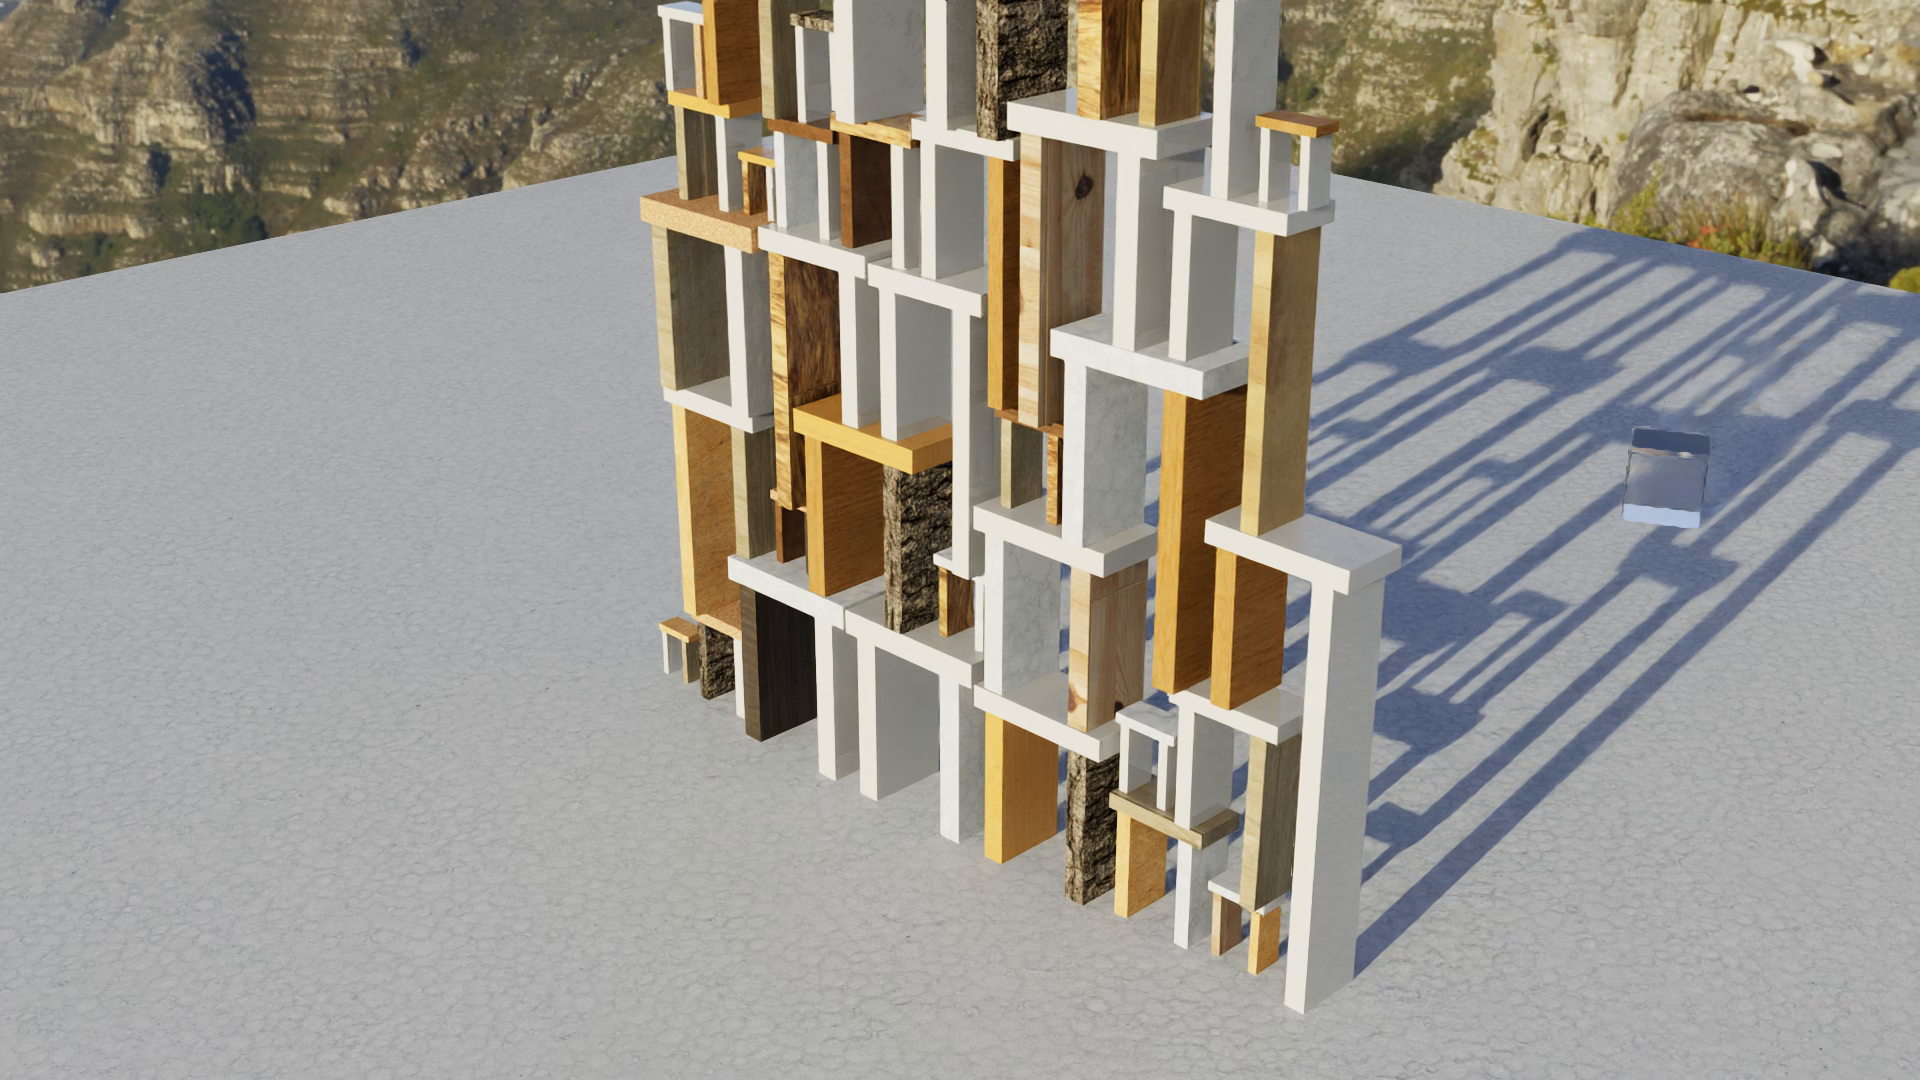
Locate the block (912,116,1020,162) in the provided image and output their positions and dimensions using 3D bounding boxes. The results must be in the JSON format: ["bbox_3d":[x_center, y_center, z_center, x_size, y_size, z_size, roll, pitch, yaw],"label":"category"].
[{"bbox_3d":[0.046,-0.714,3.865,0.249,0.035,0.125,21,31,41],"label":"block"}]

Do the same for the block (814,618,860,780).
[{"bbox_3d":[-0.214,0.304,4.584,0.051,0.359,0.180,21,31,41],"label":"block"}]

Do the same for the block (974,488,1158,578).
[{"bbox_3d":[0.194,-0.020,4.005,0.319,0.045,0.159,21,31,41],"label":"block"}]

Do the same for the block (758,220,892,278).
[{"bbox_3d":[-0.231,-0.568,4.230,0.304,0.043,0.152,21,31,41],"label":"block"}]

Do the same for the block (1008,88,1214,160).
[{"bbox_3d":[0.254,-0.693,3.649,0.328,0.046,0.164,21,31,41],"label":"block"}]

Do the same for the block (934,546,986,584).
[{"bbox_3d":[0.026,0.046,4.218,0.146,0.021,0.073,21,31,40],"label":"block"}]

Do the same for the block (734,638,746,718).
[{"bbox_3d":[-0.450,0.290,4.837,0.027,0.188,0.094,21,31,41],"label":"block"}]

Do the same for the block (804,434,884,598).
[{"bbox_3d":[-0.230,-0.069,4.441,0.048,0.338,0.169,21,31,41],"label":"block"}]

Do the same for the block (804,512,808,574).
[{"bbox_3d":[-0.287,-0.001,4.537,0.020,0.138,0.069,21,31,41],"label":"block"}]

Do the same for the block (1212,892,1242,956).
[{"bbox_3d":[0.484,0.685,3.985,0.063,0.126,0.018,-21,30,-41],"label":"block"}]

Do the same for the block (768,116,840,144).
[{"bbox_3d":[-0.270,-0.786,4.177,0.186,0.026,0.093,21,31,41],"label":"block"}]

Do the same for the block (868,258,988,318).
[{"bbox_3d":[-0.015,-0.474,4.037,0.147,0.042,0.293,-21,31,-40],"label":"block"}]

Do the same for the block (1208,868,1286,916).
[{"bbox_3d":[0.513,0.628,3.932,0.063,0.018,0.126,-21,30,-40],"label":"block"}]

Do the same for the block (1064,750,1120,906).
[{"bbox_3d":[0.271,0.514,4.142,0.159,0.318,0.045,-21,31,-41],"label":"block"}]

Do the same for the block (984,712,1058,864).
[{"bbox_3d":[0.121,0.456,4.280,0.045,0.318,0.159,21,31,41],"label":"block"}]

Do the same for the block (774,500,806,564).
[{"bbox_3d":[-0.352,-0.026,4.597,0.020,0.138,0.069,21,31,41],"label":"block"}]

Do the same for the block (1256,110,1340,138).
[{"bbox_3d":[0.518,-0.640,3.381,0.058,0.016,0.115,-22,32,-40],"label":"block"}]

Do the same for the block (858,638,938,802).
[{"bbox_3d":[-0.125,0.341,4.505,0.050,0.354,0.177,21,31,41],"label":"block"}]

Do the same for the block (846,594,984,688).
[{"bbox_3d":[-0.042,0.187,4.350,0.354,0.050,0.177,21,31,41],"label":"block"}]

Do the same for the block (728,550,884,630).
[{"bbox_3d":[-0.299,0.083,4.582,0.359,0.051,0.180,21,31,41],"label":"block"}]

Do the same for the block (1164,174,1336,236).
[{"bbox_3d":[0.458,-0.534,3.491,0.123,0.035,0.247,-22,31,-40],"label":"block"}]

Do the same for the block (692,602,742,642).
[{"bbox_3d":[-0.494,0.174,4.835,0.188,0.027,0.094,21,31,41],"label":"block"}]

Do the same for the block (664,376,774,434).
[{"bbox_3d":[-0.475,-0.296,4.615,0.290,0.041,0.145,21,31,40],"label":"block"}]

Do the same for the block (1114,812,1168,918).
[{"bbox_3d":[0.338,0.586,4.101,0.031,0.217,0.108,21,31,41],"label":"block"}]

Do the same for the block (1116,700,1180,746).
[{"bbox_3d":[0.355,0.331,3.973,0.068,0.019,0.136,-21,31,-41],"label":"block"}]

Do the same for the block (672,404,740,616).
[{"bbox_3d":[-0.542,-0.081,4.781,0.041,0.485,0.145,21,31,41],"label":"block"}]

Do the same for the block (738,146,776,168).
[{"bbox_3d":[-0.377,-0.749,4.307,0.109,0.015,0.054,21,31,40],"label":"block"}]

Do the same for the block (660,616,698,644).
[{"bbox_3d":[-0.629,0.204,4.992,0.105,0.015,0.053,21,31,41],"label":"block"}]

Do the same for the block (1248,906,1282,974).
[{"bbox_3d":[0.545,0.708,3.930,0.063,0.126,0.018,-21,31,-40],"label":"block"}]

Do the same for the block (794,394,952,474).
[{"bbox_3d":[-0.150,-0.215,4.293,0.338,0.048,0.169,21,31,41],"label":"block"}]

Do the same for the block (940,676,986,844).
[{"bbox_3d":[0.042,0.406,4.352,0.050,0.354,0.177,21,31,41],"label":"block"}]

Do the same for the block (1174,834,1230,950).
[{"bbox_3d":[0.441,0.626,4.007,0.031,0.217,0.108,21,31,41],"label":"block"}]

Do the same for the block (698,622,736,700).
[{"bbox_3d":[-0.538,0.255,4.918,0.027,0.188,0.094,22,31,40],"label":"block"}]

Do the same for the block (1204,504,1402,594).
[{"bbox_3d":[0.563,0.007,3.619,0.291,0.041,0.145,22,31,40],"label":"block"}]

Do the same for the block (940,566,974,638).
[{"bbox_3d":[-0.007,0.110,4.282,0.021,0.146,0.073,21,31,41],"label":"block"}]

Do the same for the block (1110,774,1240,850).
[{"bbox_3d":[0.390,0.492,4.006,0.217,0.031,0.108,21,31,41],"label":"block"}]

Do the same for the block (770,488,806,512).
[{"bbox_3d":[-0.319,-0.086,4.537,0.138,0.020,0.069,21,31,40],"label":"block"}]

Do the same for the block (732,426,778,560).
[{"bbox_3d":[-0.406,-0.118,4.617,0.041,0.290,0.145,21,31,40],"label":"block"}]

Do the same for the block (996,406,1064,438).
[{"bbox_3d":[0.154,-0.225,3.962,0.086,0.024,0.171,-22,31,-40],"label":"block"}]

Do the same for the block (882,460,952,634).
[{"bbox_3d":[-0.070,-0.004,4.296,0.048,0.344,0.169,21,31,41],"label":"block"}]

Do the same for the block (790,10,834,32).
[{"bbox_3d":[-0.240,-0.960,4.071,0.143,0.020,0.072,21,31,41],"label":"block"}]

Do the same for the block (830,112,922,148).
[{"bbox_3d":[-0.125,-0.758,4.027,0.108,0.031,0.217,-21,31,-40],"label":"block"}]

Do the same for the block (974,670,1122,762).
[{"bbox_3d":[0.196,0.318,4.140,0.318,0.045,0.159,21,31,41],"label":"block"}]

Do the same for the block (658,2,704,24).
[{"bbox_3d":[-0.522,-1.039,4.333,0.072,0.020,0.144,-22,31,-40],"label":"block"}]

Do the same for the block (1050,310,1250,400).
[{"bbox_3d":[0.334,-0.317,3.722,0.168,0.048,0.337,-21,30,-40],"label":"block"}]

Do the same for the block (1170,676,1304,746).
[{"bbox_3d":[0.492,0.282,3.808,0.118,0.034,0.237,-21,30,-40],"label":"block"}]

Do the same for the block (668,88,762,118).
[{"bbox_3d":[-0.483,-0.874,4.375,0.095,0.027,0.191,-22,31,-40],"label":"block"}]

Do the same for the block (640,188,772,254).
[{"bbox_3d":[-0.468,-0.654,4.444,0.351,0.050,0.175,22,32,40],"label":"block"}]

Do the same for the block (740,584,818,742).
[{"bbox_3d":[-0.383,0.238,4.740,0.051,0.359,0.180,21,31,41],"label":"block"}]
